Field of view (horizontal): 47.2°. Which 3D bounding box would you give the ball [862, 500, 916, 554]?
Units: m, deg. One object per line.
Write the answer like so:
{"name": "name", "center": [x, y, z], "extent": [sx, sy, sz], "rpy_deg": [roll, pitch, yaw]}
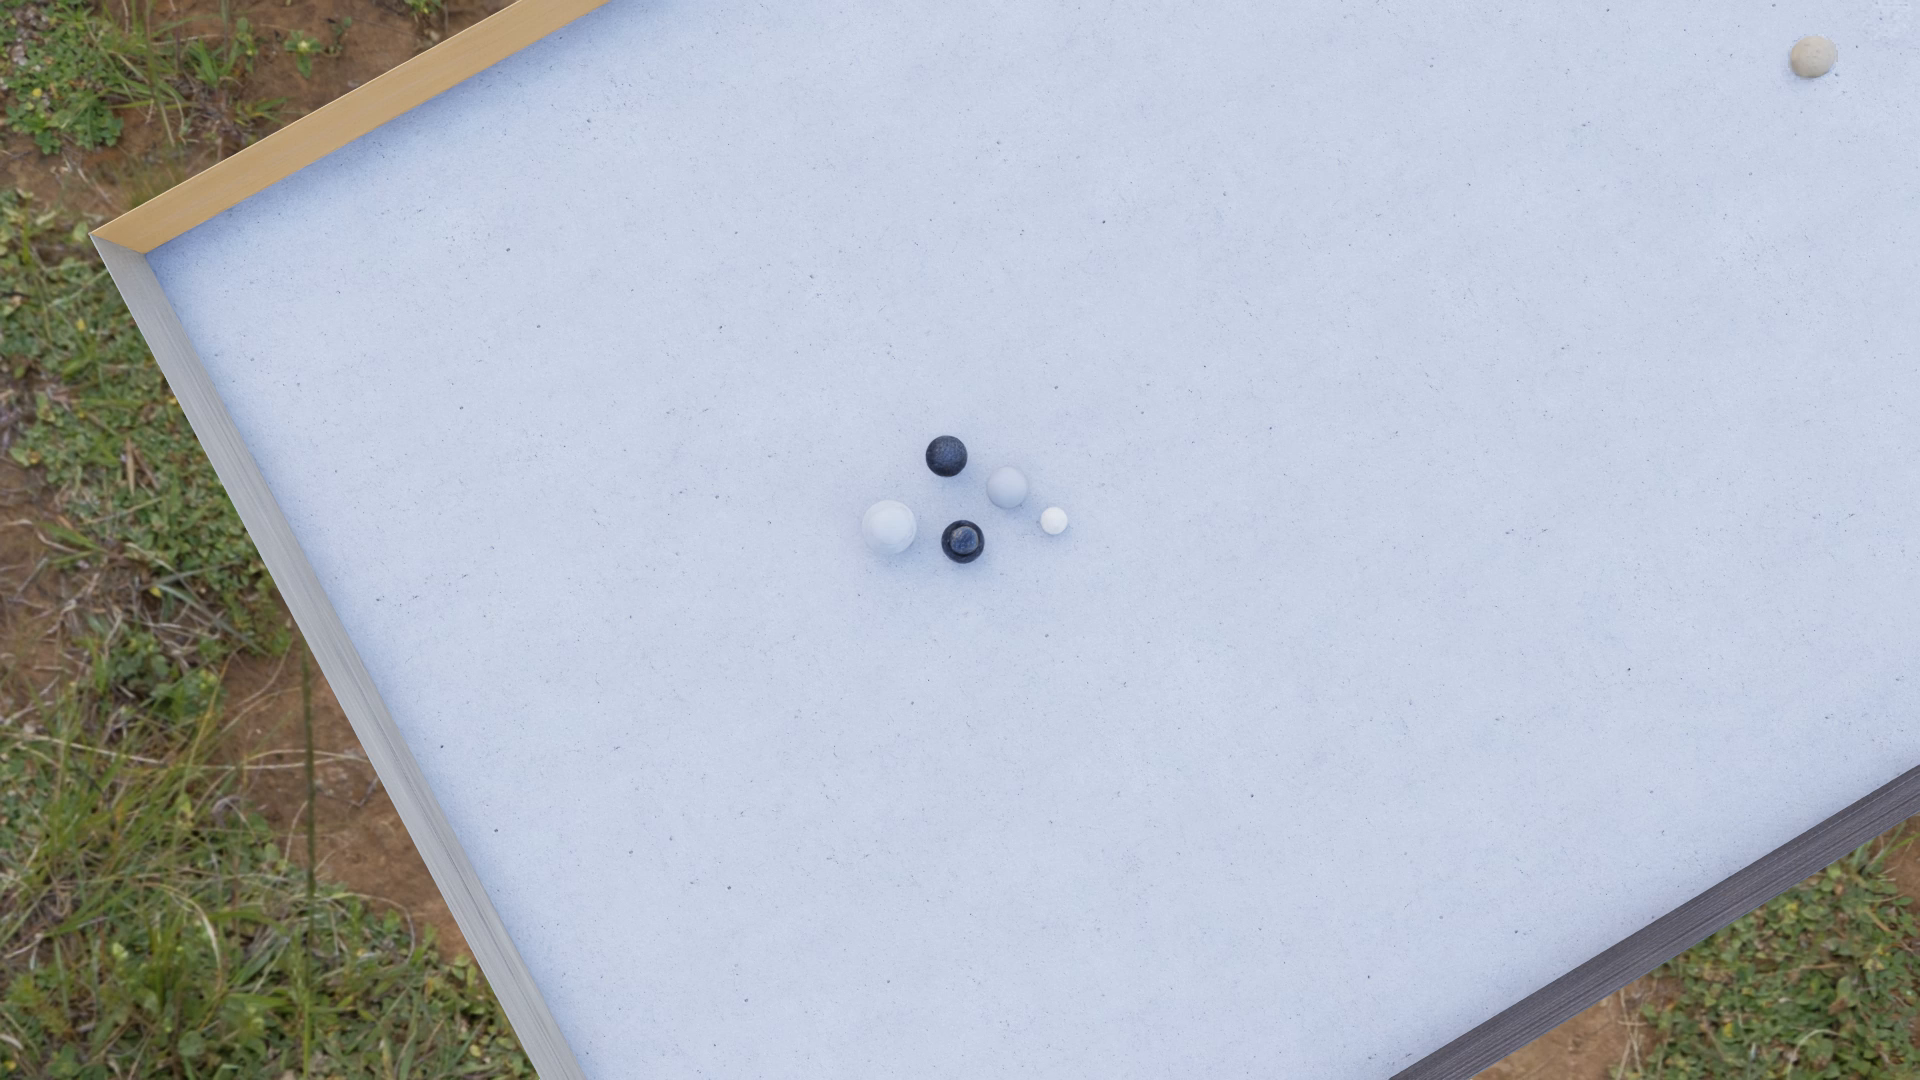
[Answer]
{"name": "ball", "center": [-0.105, -0.019, 3.257], "extent": [0.081, 0.081, 0.081], "rpy_deg": [0, 83, 0]}

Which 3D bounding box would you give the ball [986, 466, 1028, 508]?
{"name": "ball", "center": [0.071, -0.078, 3.274], "extent": [0.064, 0.064, 0.064], "rpy_deg": [0, 83, 0]}

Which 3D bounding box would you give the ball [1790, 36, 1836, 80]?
{"name": "ball", "center": [1.302, -0.737, 3.358], "extent": [0.065, 0.065, 0.065], "rpy_deg": [0, 83, 0]}

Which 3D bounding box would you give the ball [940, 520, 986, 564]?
{"name": "ball", "center": [0.004, 0.003, 3.262], "extent": [0.066, 0.066, 0.066], "rpy_deg": [0, 83, 0]}

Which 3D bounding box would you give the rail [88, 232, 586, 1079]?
{"name": "rail", "center": [-0.758, 0.427, 3.187], "extent": [0.045, 0.106, 2.054], "rpy_deg": [-30, 84, -4]}

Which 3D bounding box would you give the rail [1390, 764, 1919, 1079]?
{"name": "rail", "center": [1.276, 0.420, 3.188], "extent": [3.585, 0.106, 0.045], "rpy_deg": [-30, 84, -4]}

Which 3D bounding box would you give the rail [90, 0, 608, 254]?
{"name": "rail", "center": [0.280, -1.308, 3.410], "extent": [3.585, 0.106, 0.045], "rpy_deg": [-30, 84, -4]}

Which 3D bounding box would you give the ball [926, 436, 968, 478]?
{"name": "ball", "center": [-0.020, -0.125, 3.280], "extent": [0.064, 0.064, 0.064], "rpy_deg": [0, 83, 0]}

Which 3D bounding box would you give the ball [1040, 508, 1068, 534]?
{"name": "ball", "center": [0.140, -0.029, 3.279], "extent": [0.041, 0.041, 0.041], "rpy_deg": [0, 83, 0]}
